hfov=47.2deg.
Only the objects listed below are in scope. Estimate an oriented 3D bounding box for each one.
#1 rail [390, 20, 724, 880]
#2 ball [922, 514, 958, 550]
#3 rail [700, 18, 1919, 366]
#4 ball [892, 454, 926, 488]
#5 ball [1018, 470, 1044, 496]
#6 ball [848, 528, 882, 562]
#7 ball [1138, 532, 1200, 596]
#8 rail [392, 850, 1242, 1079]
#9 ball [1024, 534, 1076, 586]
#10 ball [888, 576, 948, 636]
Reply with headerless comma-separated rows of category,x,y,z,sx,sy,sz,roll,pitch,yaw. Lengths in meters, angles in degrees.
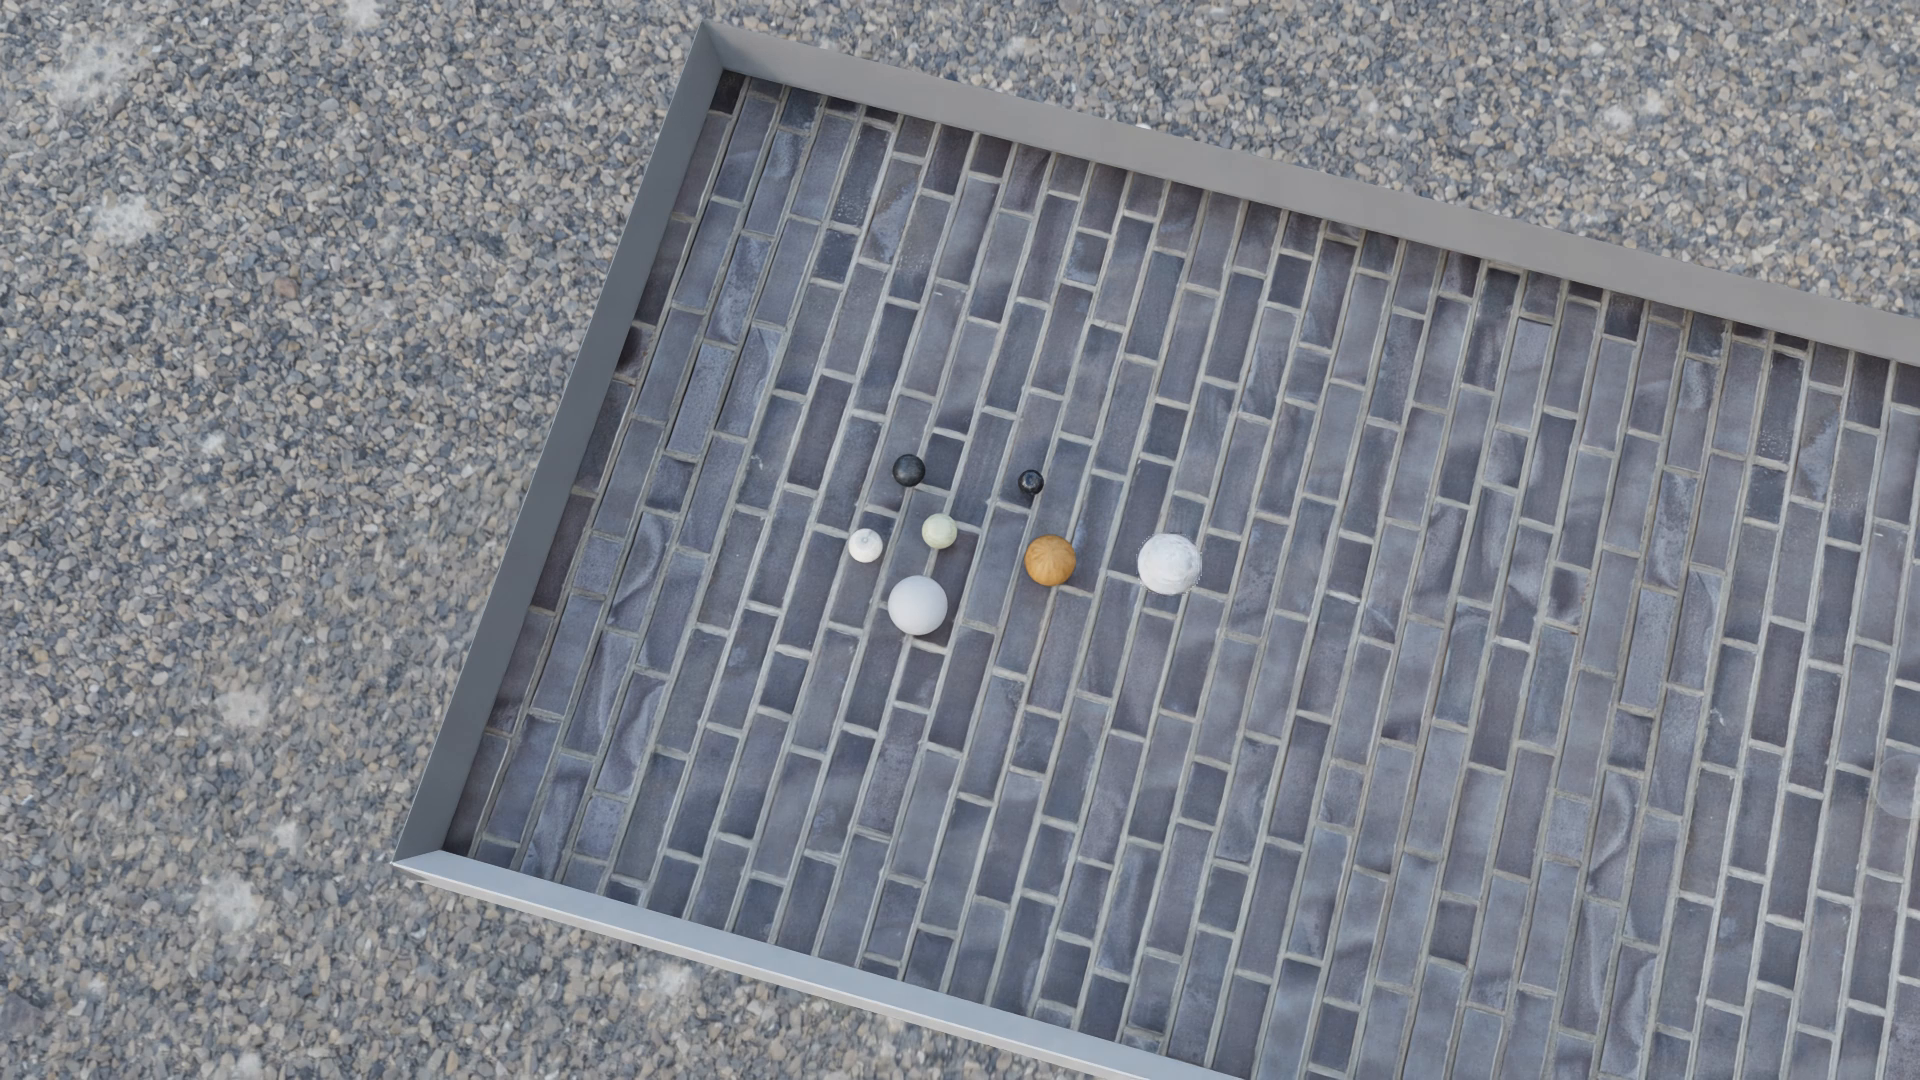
rail,-0.600,-0.170,3.448,0.045,0.126,1.456,15,72,5
ball,-0.032,-0.014,3.432,0.056,0.056,0.056,0,71,0
rail,0.814,-0.486,3.556,2.589,0.126,0.045,15,72,5
ball,-0.080,-0.109,3.467,0.052,0.052,0.052,0,71,0
ball,0.112,-0.091,3.466,0.041,0.041,0.041,0,71,0
ball,-0.147,0.009,3.425,0.054,0.054,0.054,0,71,0
ball,0.323,0.037,3.393,0.097,0.097,0.097,0,71,0
rail,0.432,0.796,3.115,2.589,0.126,0.045,15,72,5
ball,0.140,0.031,3.403,0.080,0.080,0.080,0,71,0
ball,-0.065,0.100,3.374,0.092,0.092,0.092,0,71,0
